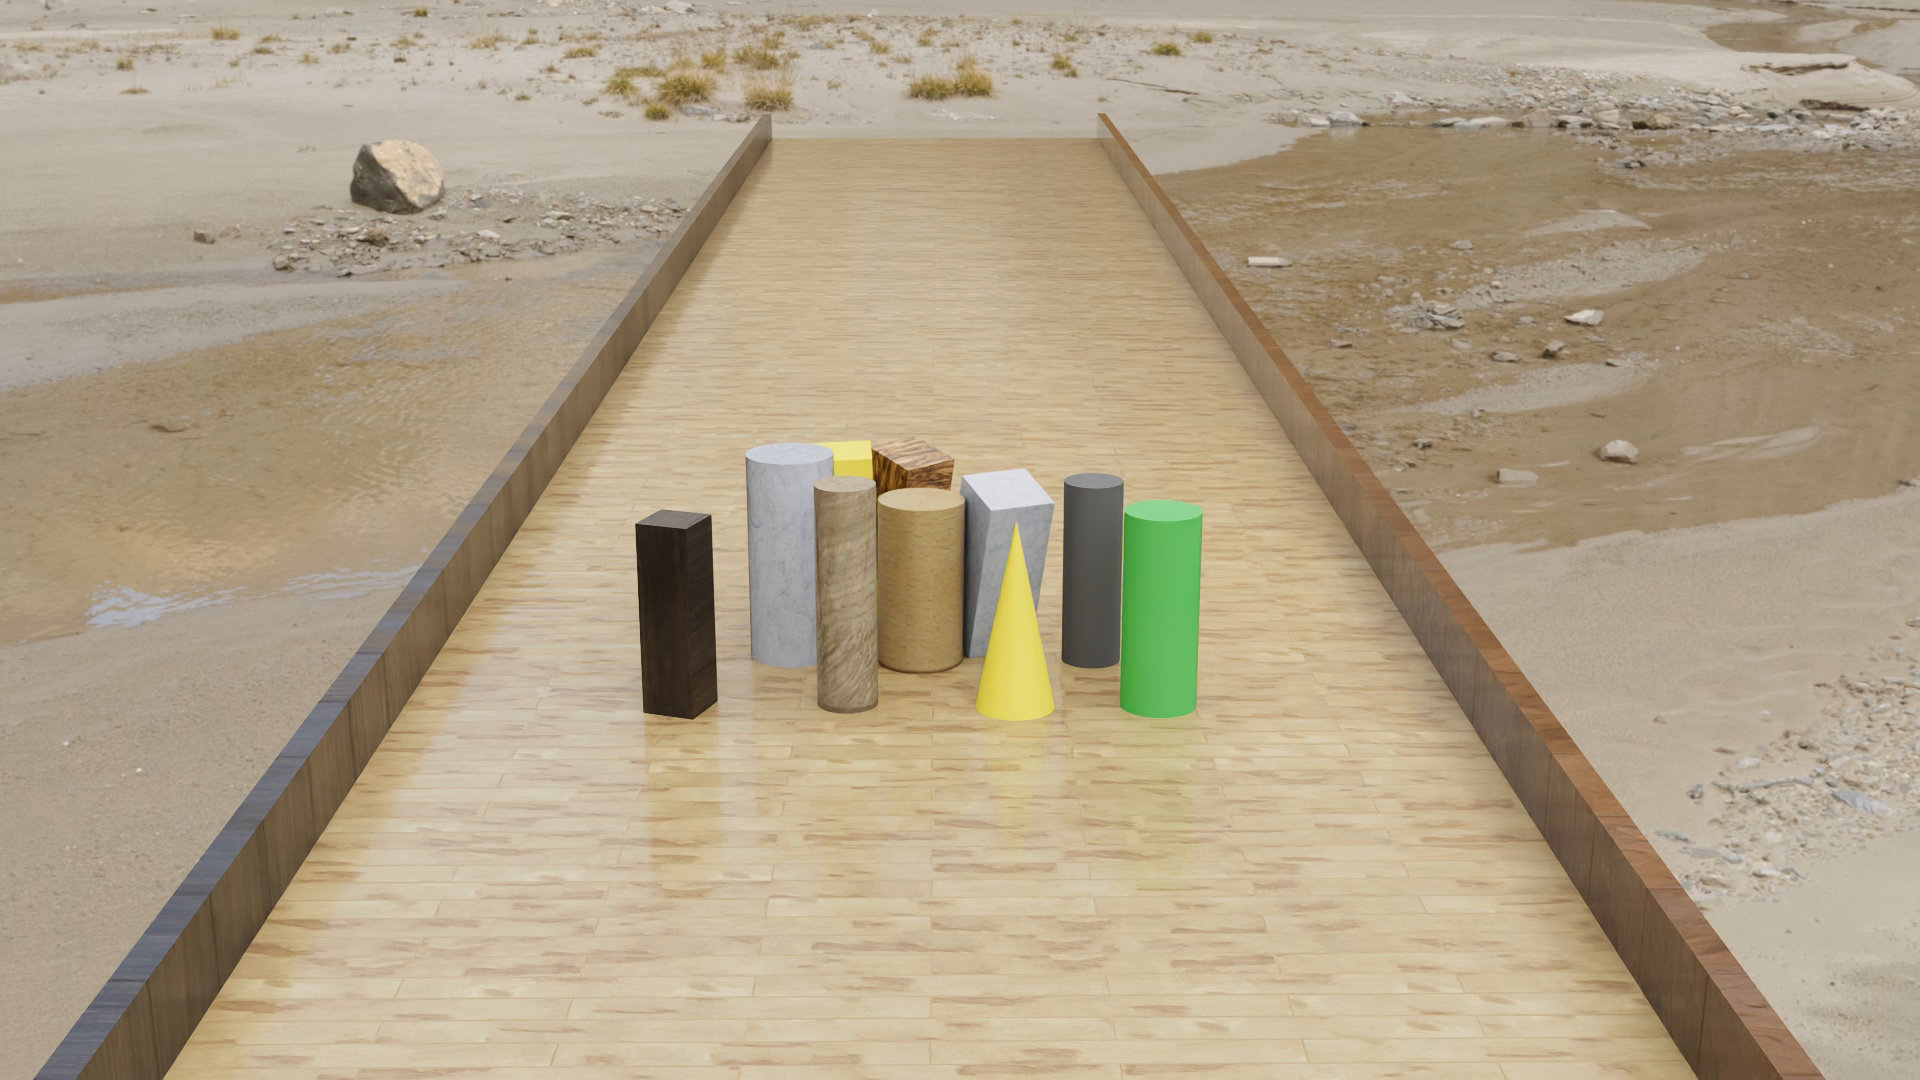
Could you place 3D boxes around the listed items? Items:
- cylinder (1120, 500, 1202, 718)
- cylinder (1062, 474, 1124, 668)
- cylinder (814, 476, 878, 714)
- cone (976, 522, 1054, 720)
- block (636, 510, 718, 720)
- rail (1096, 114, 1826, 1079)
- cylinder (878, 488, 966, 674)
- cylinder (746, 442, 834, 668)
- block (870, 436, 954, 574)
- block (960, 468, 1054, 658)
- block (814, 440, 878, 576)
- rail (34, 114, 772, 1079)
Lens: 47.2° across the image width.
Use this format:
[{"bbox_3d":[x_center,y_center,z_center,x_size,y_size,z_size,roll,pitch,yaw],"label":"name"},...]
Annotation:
[{"bbox_3d":[0.376,0.129,4.122,0.145,0.383,0.145,0,17,0],"label":"cylinder"},{"bbox_3d":[0.263,0.061,4.372,0.118,0.370,0.118,0,17,0],"label":"cylinder"},{"bbox_3d":[-0.213,0.103,4.123,0.116,0.432,0.116,0,17,0],"label":"cylinder"},{"bbox_3d":[0.104,0.139,4.116,0.151,0.367,0.151,0,17,0],"label":"cone"},{"bbox_3d":[-0.529,0.139,4.111,0.104,0.370,0.104,6,18,19],"label":"block"},{"bbox_3d":[0.932,-0.844,7.801,0.050,0.150,12.000,0,17,-1],"label":"rail"},{"bbox_3d":[-0.078,0.079,4.372,0.172,0.333,0.172,1,16,0],"label":"cylinder"},{"bbox_3d":[-0.336,0.029,4.395,0.173,0.418,0.173,0,17,0],"label":"cylinder"},{"bbox_3d":[-0.123,-0.045,4.778,0.131,0.319,0.131,-16,35,-39],"label":"block"},{"bbox_3d":[0.074,0.047,4.413,0.138,0.347,0.138,-7,34,-24],"label":"block"},{"bbox_3d":[-0.259,-0.015,4.647,0.157,0.355,0.157,-3,17,-3],"label":"block"},{"bbox_3d":[-1.118,-0.838,7.780,0.050,0.150,12.000,0,17,-1],"label":"rail"}]
